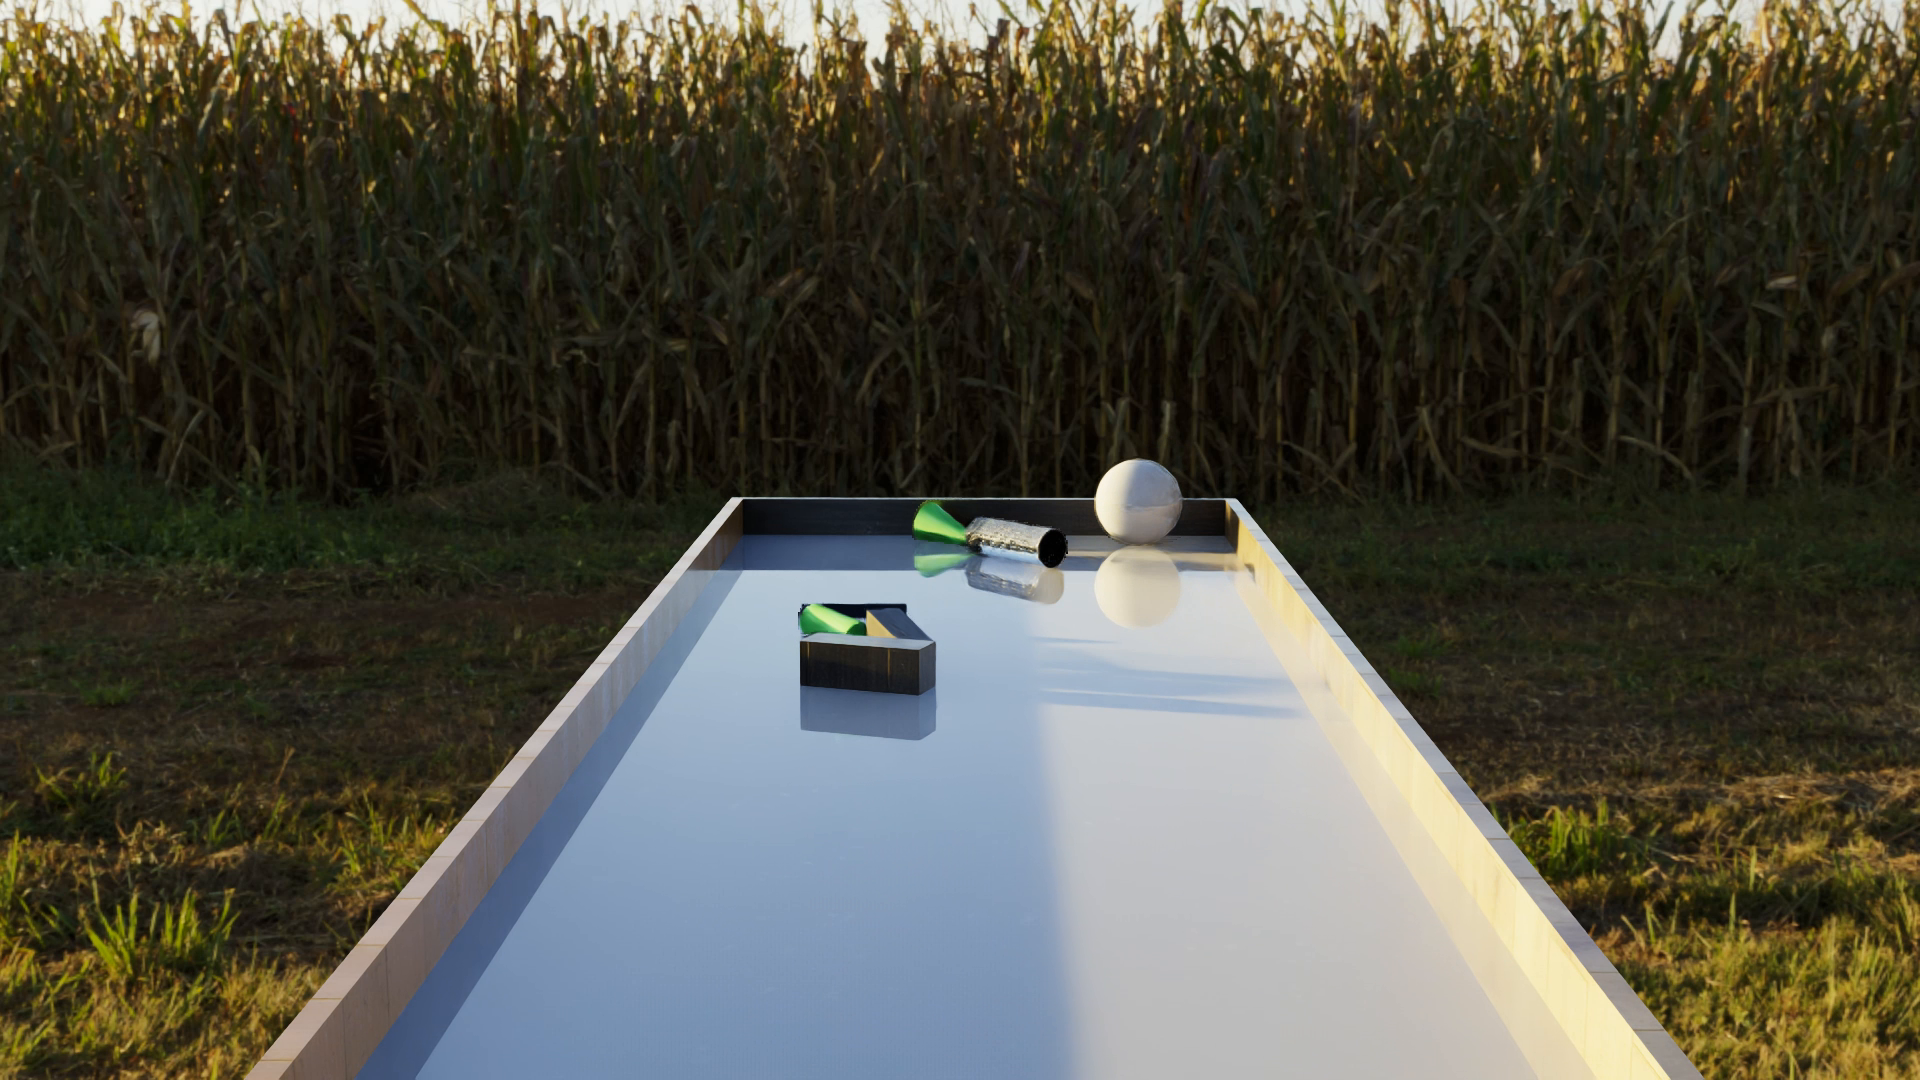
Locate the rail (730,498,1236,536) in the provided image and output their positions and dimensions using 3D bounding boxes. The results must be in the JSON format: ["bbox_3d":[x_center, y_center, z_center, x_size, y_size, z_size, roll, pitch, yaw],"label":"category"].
[{"bbox_3d":[0.099,-0.098,9.147,2.100,0.150,0.050,0,9,1],"label":"rail"}]

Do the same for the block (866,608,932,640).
[{"bbox_3d":[-0.182,0.306,6.595,0.103,0.103,0.313,-4,19,-21],"label":"block"}]

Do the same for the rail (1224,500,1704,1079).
[{"bbox_3d":[1.046,0.843,3.208,0.050,0.150,12.000,0,9,1],"label":"rail"}]

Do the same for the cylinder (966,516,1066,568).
[{"bbox_3d":[0.213,0.007,8.507,0.145,0.145,0.429,-7,12,-39],"label":"cylinder"}]

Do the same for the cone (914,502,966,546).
[{"bbox_3d":[-0.003,-0.019,8.879,0.366,0.161,0.161,24,22,39],"label":"cone"}]

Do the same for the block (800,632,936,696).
[{"bbox_3d":[-0.266,0.356,6.342,0.369,0.132,0.132,3,10,20],"label":"block"}]

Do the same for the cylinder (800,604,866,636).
[{"bbox_3d":[-0.386,0.281,6.896,0.107,0.107,0.354,-5,10,-27],"label":"cylinder"}]

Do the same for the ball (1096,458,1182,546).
[{"bbox_3d":[0.721,-0.153,8.863,0.349,0.349,0.349,0,9,0],"label":"ball"}]

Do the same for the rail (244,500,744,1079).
[{"bbox_3d":[-1.004,0.839,3.234,0.050,0.150,12.000,0,9,1],"label":"rail"}]

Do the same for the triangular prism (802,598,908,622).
[{"bbox_3d":[-0.342,0.249,7.148,0.343,0.086,0.100,6,-4,-2],"label":"triangular prism"}]
